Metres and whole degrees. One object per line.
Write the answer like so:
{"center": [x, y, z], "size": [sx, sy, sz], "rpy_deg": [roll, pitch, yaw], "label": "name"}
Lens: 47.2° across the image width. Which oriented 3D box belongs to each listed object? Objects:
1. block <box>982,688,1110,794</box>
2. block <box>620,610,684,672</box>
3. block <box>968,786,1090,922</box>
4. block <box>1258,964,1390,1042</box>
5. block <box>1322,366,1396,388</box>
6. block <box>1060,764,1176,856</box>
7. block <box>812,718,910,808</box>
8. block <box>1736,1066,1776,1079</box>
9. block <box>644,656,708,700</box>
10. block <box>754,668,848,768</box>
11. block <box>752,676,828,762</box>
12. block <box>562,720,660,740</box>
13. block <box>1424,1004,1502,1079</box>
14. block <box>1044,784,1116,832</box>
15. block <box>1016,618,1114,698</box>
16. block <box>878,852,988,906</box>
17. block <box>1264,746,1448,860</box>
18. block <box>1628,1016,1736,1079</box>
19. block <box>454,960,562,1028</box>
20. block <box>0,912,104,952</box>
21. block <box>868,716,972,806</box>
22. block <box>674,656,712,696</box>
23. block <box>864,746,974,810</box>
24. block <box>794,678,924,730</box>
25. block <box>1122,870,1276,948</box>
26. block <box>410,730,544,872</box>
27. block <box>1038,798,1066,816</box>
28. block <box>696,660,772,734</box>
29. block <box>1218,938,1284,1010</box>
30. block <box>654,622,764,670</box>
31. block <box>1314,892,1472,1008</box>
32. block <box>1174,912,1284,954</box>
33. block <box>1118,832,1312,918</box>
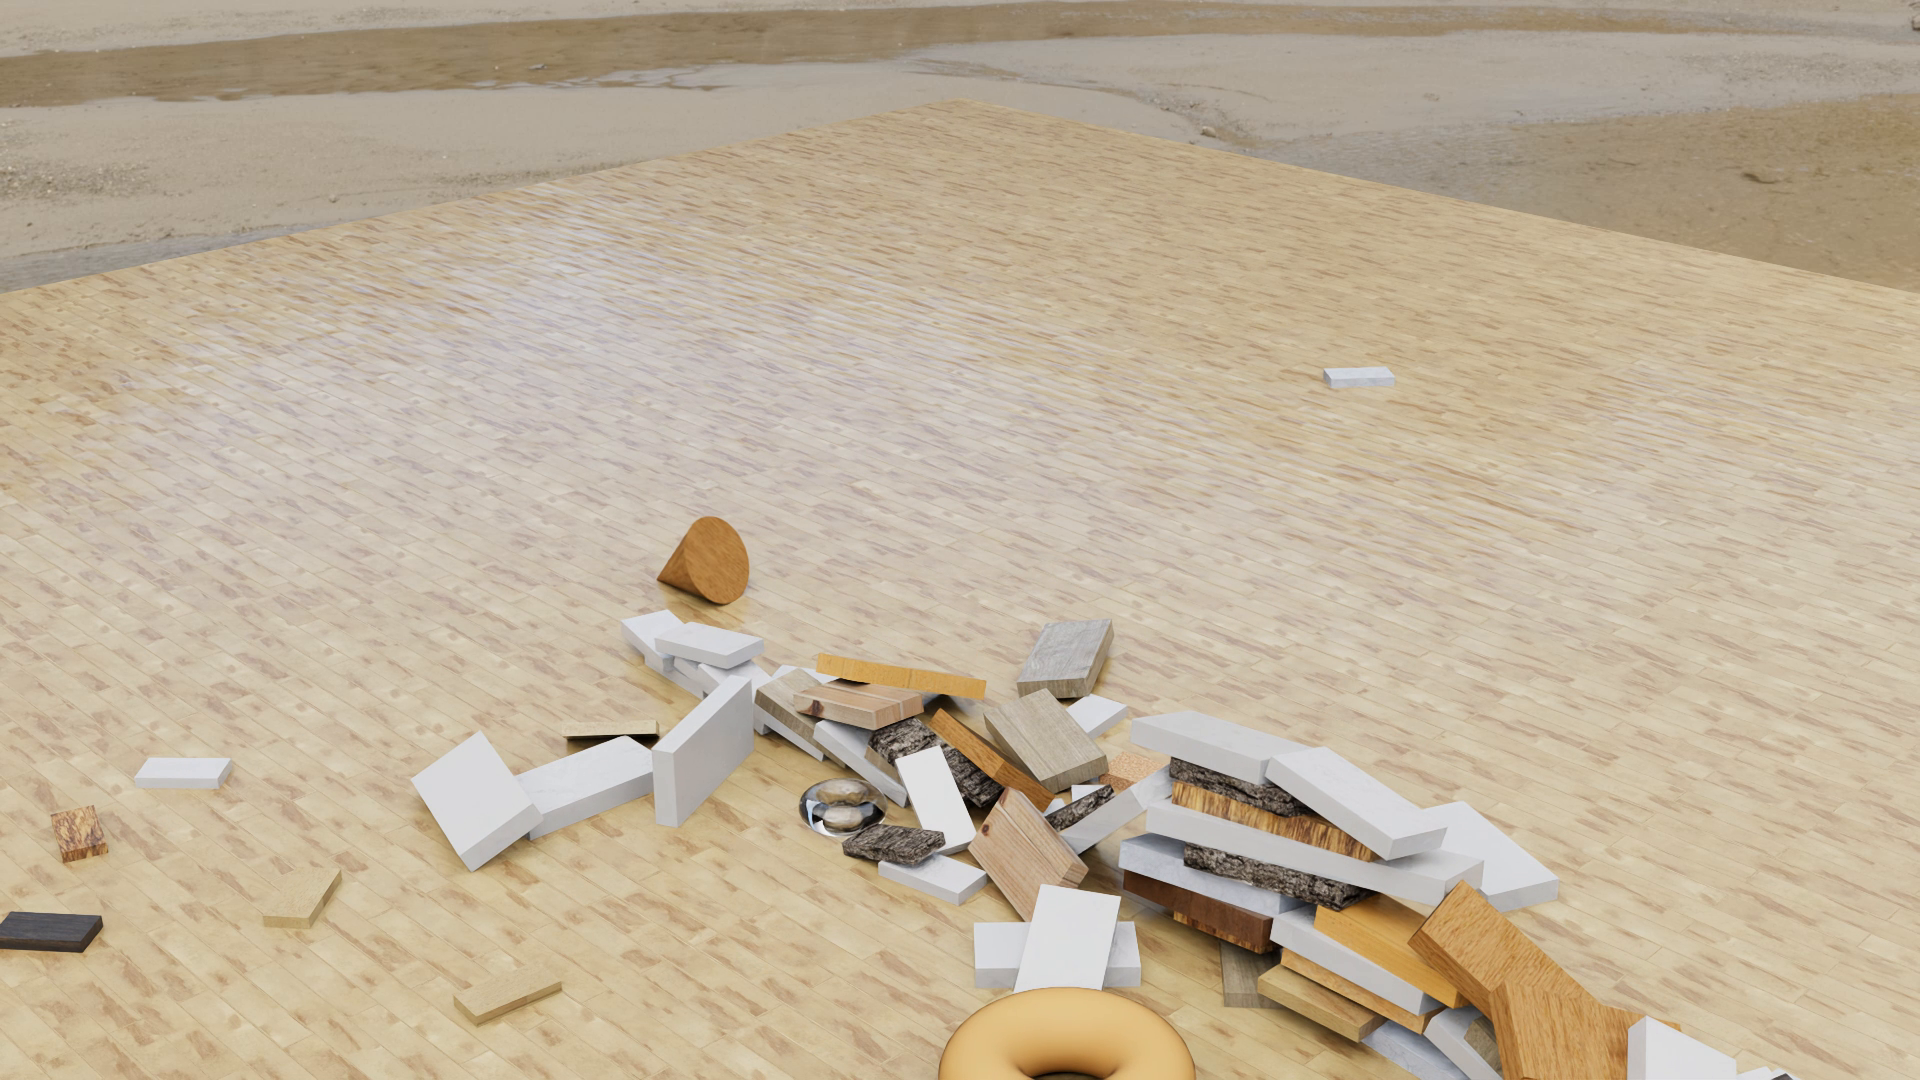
{"center": [0.179, 0.426, 4.648], "size": [0.152, 0.043, 0.303], "rpy_deg": [-20, 30, -15], "label": "block"}
{"center": [-0.681, 0.232, 5.084], "size": [0.120, 0.034, 0.239], "rpy_deg": [-13, 26, -28], "label": "block"}
{"center": [0.126, 0.601, 4.151], "size": [0.041, 0.146, 0.292], "rpy_deg": [27, 9, -32], "label": "block"}
{"center": [0.626, 0.783, 3.769], "size": [0.210, 0.030, 0.105], "rpy_deg": [21, 30, 40], "label": "block"}
{"center": [1.258, -0.514, 6.935], "size": [0.203, 0.029, 0.102], "rpy_deg": [-2, 23, -5], "label": "block"}
{"center": [0.286, 0.525, 4.156], "size": [0.177, 0.354, 0.050], "rpy_deg": [-23, 77, -43], "label": "block"}
{"center": [-0.163, 0.445, 4.573], "size": [0.267, 0.038, 0.134], "rpy_deg": [34, 38, 29], "label": "block"}
{"center": [1.259, 0.954, 3.385], "size": [0.158, 0.045, 0.317], "rpy_deg": [-14, 31, -9], "label": "block"}
{"center": [-0.605, 0.293, 5.028], "size": [0.120, 0.034, 0.239], "rpy_deg": [-18, 29, -36], "label": "block"}
{"center": [-0.297, 0.378, 4.697], "size": [0.267, 0.038, 0.134], "rpy_deg": [33, 37, 27], "label": "block"}
{"center": [-0.346, 0.383, 4.735], "size": [0.230, 0.033, 0.115], "rpy_deg": [31, 36, 24], "label": "block"}
{"center": [-0.746, 0.407, 4.703], "size": [0.198, 0.028, 0.099], "rpy_deg": [-1, -10, -3], "label": "block"}
{"center": [0.909, 0.859, 3.562], "size": [0.145, 0.041, 0.291], "rpy_deg": [-20, 49, -38], "label": "block"}
{"center": [0.189, 0.544, 4.254], "size": [0.117, 0.033, 0.235], "rpy_deg": [-23, -8, -43], "label": "block"}
{"center": [0.244, 0.271, 5.027], "size": [0.159, 0.045, 0.319], "rpy_deg": [-5, 21, 17], "label": "block"}
{"center": [-0.052, 0.640, 4.219], "size": [0.189, 0.027, 0.095], "rpy_deg": [16, 28, 32], "label": "block"}
{"center": [0.678, 0.448, 3.775], "size": [0.144, 0.041, 0.288], "rpy_deg": [-4, 27, -40], "label": "block"}
{"center": [1.099, 0.904, 3.345], "size": [0.167, 0.047, 0.333], "rpy_deg": [27, 44, -7], "label": "block"}
{"center": [-0.793, 0.795, 3.856], "size": [0.166, 0.024, 0.083], "rpy_deg": [-18, 29, -36], "label": "block"}
{"center": [-1.676, 0.719, 4.035], "size": [0.173, 0.024, 0.086], "rpy_deg": [2, 23, 4], "label": "block"}
{"center": [-0.063, 0.452, 4.471], "size": [0.235, 0.033, 0.117], "rpy_deg": [38, 40, 26], "label": "block"}
{"center": [-0.515, 0.311, 4.910], "size": [0.120, 0.034, 0.239], "rpy_deg": [-22, 45, -41], "label": "block"}
{"center": [-0.067, 0.473, 4.499], "size": [0.235, 0.033, 0.117], "rpy_deg": [33, 38, 21], "label": "block"}
{"center": [-0.214, 0.341, 4.601], "size": [0.134, 0.038, 0.267], "rpy_deg": [-17, 16, -39], "label": "block"}
{"center": [0.483, 0.650, 4.006], "size": [0.177, 0.050, 0.354], "rpy_deg": [-3, 12, -39], "label": "block"}
{"center": [-0.966, 0.517, 4.390], "size": [0.171, 0.048, 0.341], "rpy_deg": [-36, 34, -13], "label": "block"}
{"center": [0.148, 0.554, 4.430], "size": [0.138, 0.020, 0.069], "rpy_deg": [-6, 24, -13], "label": "block"}
{"center": [-0.461, 0.333, 4.831], "size": [0.115, 0.033, 0.230], "rpy_deg": [-21, 46, -40], "label": "block"}
{"center": [0.520, 0.762, 3.927], "size": [0.105, 0.030, 0.210], "rpy_deg": [1, 23, 3], "label": "block"}
{"center": [-0.561, 0.234, 4.914], "size": [0.230, 0.033, 0.115], "rpy_deg": [10, 23, 38], "label": "block"}
{"center": [0.764, 0.685, 3.695], "size": [0.157, 0.044, 0.313], "rpy_deg": [-3, 18, -38], "label": "block"}
{"center": [0.501, 0.695, 3.985], "size": [0.105, 0.030, 0.210], "rpy_deg": [-4, 12, -41], "label": "block"}
{"center": [0.484, 0.600, 4.000], "size": [0.354, 0.050, 0.177], "rpy_deg": [12, 12, 41], "label": "block"}
